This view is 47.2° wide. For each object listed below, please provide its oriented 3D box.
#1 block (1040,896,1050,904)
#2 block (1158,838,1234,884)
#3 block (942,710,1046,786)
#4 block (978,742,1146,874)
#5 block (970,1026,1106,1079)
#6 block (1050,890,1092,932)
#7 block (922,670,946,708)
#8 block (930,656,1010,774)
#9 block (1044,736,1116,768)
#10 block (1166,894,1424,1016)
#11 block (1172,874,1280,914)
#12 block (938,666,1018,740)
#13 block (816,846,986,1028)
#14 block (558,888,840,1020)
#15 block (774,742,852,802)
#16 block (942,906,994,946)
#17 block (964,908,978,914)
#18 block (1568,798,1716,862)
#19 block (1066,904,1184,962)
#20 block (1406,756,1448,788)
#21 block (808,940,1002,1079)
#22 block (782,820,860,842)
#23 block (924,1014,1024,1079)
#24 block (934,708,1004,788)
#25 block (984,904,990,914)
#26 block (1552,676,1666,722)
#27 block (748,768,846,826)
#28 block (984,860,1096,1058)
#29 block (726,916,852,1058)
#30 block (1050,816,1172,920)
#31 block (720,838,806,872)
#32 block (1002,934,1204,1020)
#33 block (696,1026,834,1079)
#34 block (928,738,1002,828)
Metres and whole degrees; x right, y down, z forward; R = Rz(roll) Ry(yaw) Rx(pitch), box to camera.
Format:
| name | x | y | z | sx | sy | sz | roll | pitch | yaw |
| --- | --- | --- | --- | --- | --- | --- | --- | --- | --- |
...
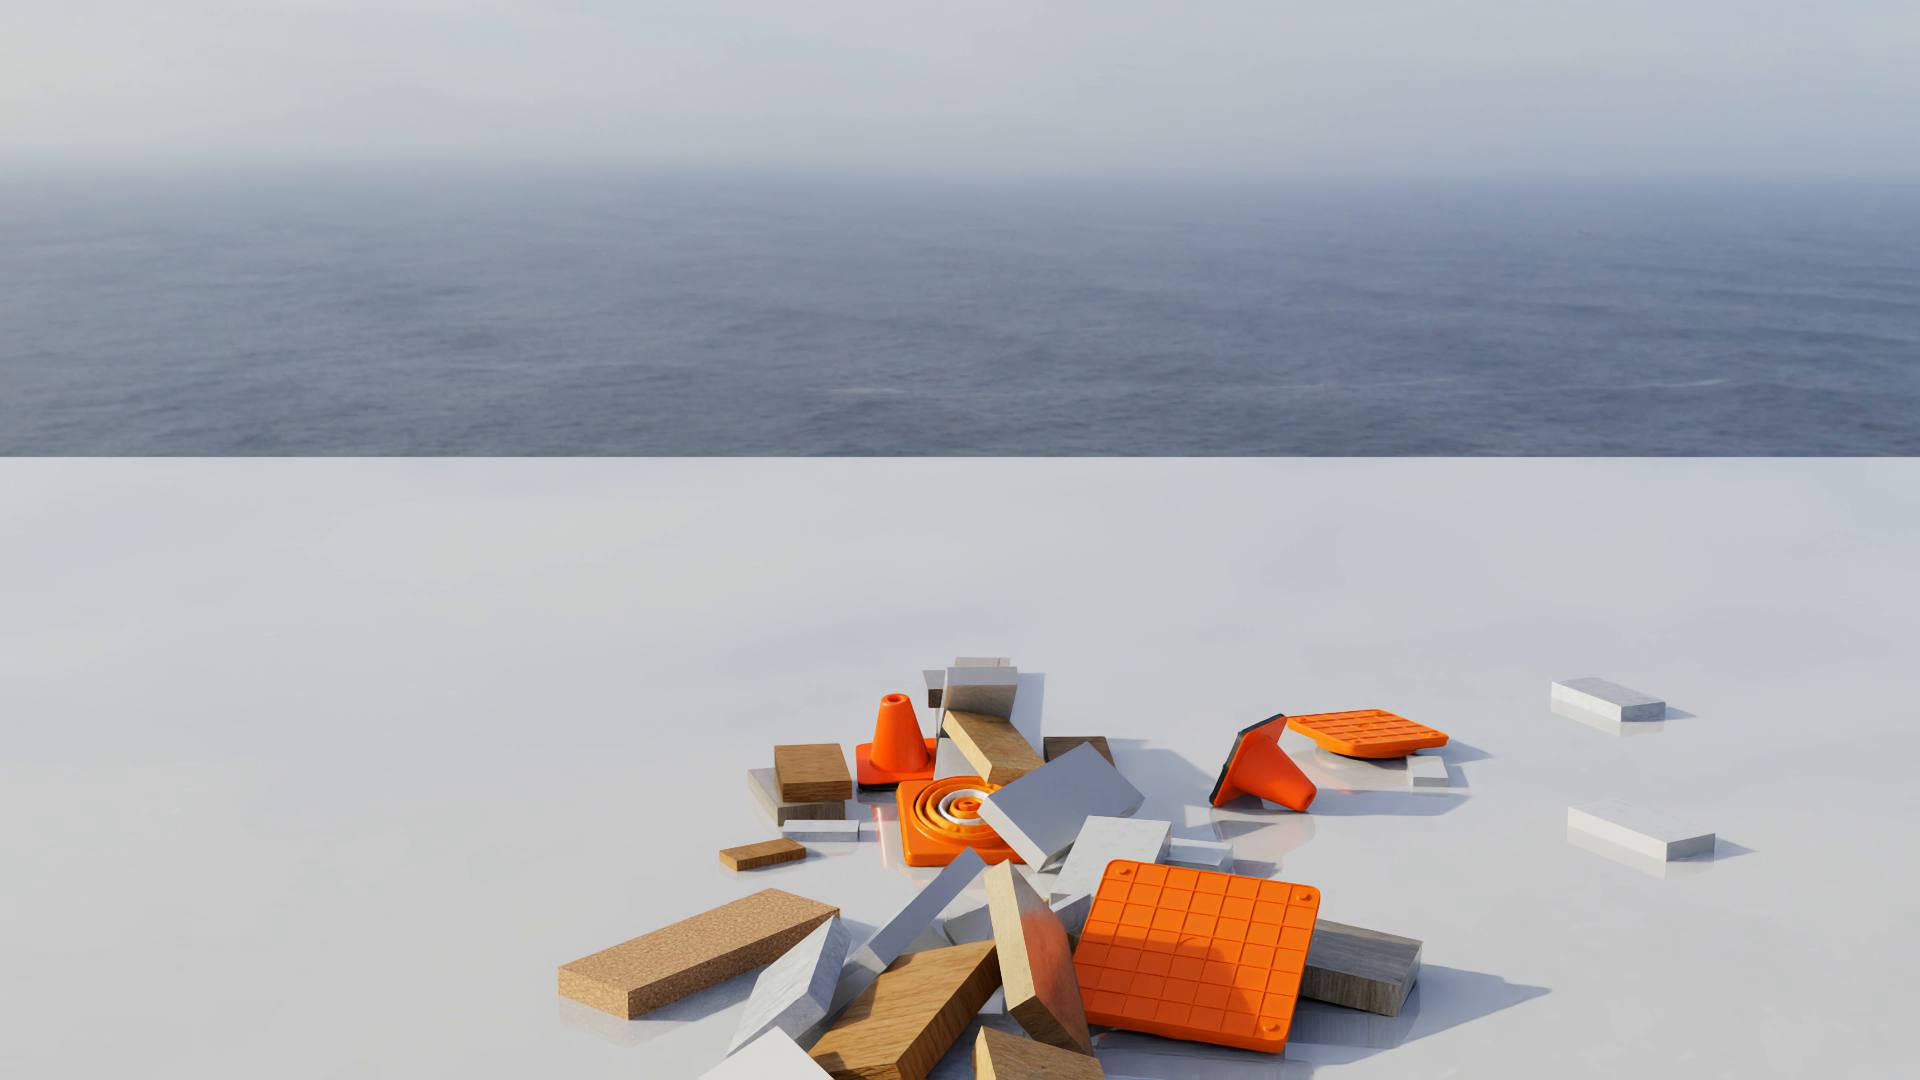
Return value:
| name | x | y | z | sx | sy | sz | roll | pitch | yaw |
| --- | --- | --- | --- | --- | --- | --- | --- | --- | --- |
| block | 0.107 | 0.600 | 3.580 | 0.045 | 0.013 | 0.090 | 5 | 11 | 23 |
| block | 0.343 | 0.548 | 3.804 | 0.238 | 0.034 | 0.119 | 4 | 11 | 19 |
| block | 0.069 | 0.389 | 4.079 | 0.126 | 0.036 | 0.252 | 10 | 16 | -23 |
| block | 0.182 | 0.470 | 3.898 | 0.152 | 0.043 | 0.303 | 44 | 37 | 20 |
| block | 0.114 | 0.711 | 2.698 | 0.163 | 0.046 | 0.326 | 18 | 11 | -10 |
| block | 0.157 | 0.601 | 3.416 | 0.020 | 0.072 | 0.143 | 7 | 13 | 35 |
| block | -0.004 | 0.295 | 4.380 | 0.131 | 0.037 | 0.262 | -1 | 5 | -3 |
| block | 0.031 | 0.370 | 4.754 | 0.128 | 0.036 | 0.842 | 1 | 11 | 3 |
| block | 0.237 | 0.442 | 4.370 | 0.126 | 0.036 | 0.252 | 0 | 11 | -2 |
| block | 0.501 | 0.617 | 3.289 | 0.346 | 0.049 | 0.173 | 9 | 15 | 21 |
| block | 0.434 | 0.592 | 3.579 | 0.099 | 0.028 | 0.197 | 7 | 12 | 32 |
| block | 0.032 | 0.312 | 4.190 | 0.131 | 0.037 | 0.262 | 0 | -27 | -5 |
| block | -0.092 | 0.589 | 3.313 | 0.146 | 0.041 | 0.460 | -44 | -5 | 20 |
| block | -0.391 | 0.626 | 3.359 | 0.152 | 0.043 | 0.448 | 9 | 13 | 39 |
| block | -0.281 | 0.440 | 4.178 | 0.128 | 0.036 | 0.256 | -2 | 11 | -8 |
| block | 0.029 | 0.616 | 3.379 | 0.072 | 0.020 | 0.143 | -20 | 22 | -12 |
| block | 0.021 | 0.611 | 3.520 | 0.045 | 0.013 | 0.090 | 5 | 12 | 25 |
| block | 1.224 | 0.519 | 3.957 | 0.119 | 0.034 | 0.238 | -6 | 12 | -28 |
| block | 0.271 | 0.618 | 3.441 | 0.197 | 0.028 | 0.099 | -9 | 14 | -40 |
| block | 0.922 | 0.456 | 4.339 | 0.067 | 0.019 | 0.151 | 1 | 11 | 6 |
| block | -0.077 | 0.645 | 2.939 | 0.173 | 0.049 | 0.346 | -16 | 10 | 28 |
| block | -0.250 | 0.525 | 3.968 | 0.135 | 0.019 | 0.068 | 0 | 11 | 1 |
| block | -0.015 | 0.746 | 2.693 | 0.173 | 0.049 | 0.734 | 1 | 11 | 3 |
| block | 0.017 | 0.394 | 4.335 | 0.131 | 0.037 | 0.550 | 1 | 21 | -2 |
| block | 0.044 | 0.606 | 3.497 | 0.045 | 0.013 | 0.090 | 32 | 21 | 19 |
| block | 1.432 | 0.351 | 4.863 | 0.119 | 0.034 | 0.238 | -4 | 11 | -22 |
| block | -0.311 | 0.481 | 4.158 | 0.128 | 0.036 | 0.256 | -3 | 11 | -17 |
| block | 0.108 | 0.590 | 3.042 | 0.043 | 0.152 | 0.303 | -33 | 26 | 11 |
| block | -0.236 | 0.635 | 3.081 | 0.146 | 0.041 | 0.292 | -40 | 6 | 10 |
| block | 0.255 | 0.547 | 3.674 | 0.146 | 0.041 | 0.292 | 2 | 19 | 15 |
| block | -0.345 | 0.549 | 3.840 | 0.135 | 0.019 | 0.067 | -7 | 12 | -32 |
| block | 0.225 | 0.654 | 3.249 | 0.360 | 0.028 | 0.099 | -10 | 14 | -43 |
| block | -0.222 | 0.716 | 2.691 | 0.163 | 0.046 | 0.326 | -31 | 22 | -19 |
| block | 0.015 | 0.450 | 4.086 | 0.126 | 0.036 | 0.252 | 3 | 25 | 3 |
